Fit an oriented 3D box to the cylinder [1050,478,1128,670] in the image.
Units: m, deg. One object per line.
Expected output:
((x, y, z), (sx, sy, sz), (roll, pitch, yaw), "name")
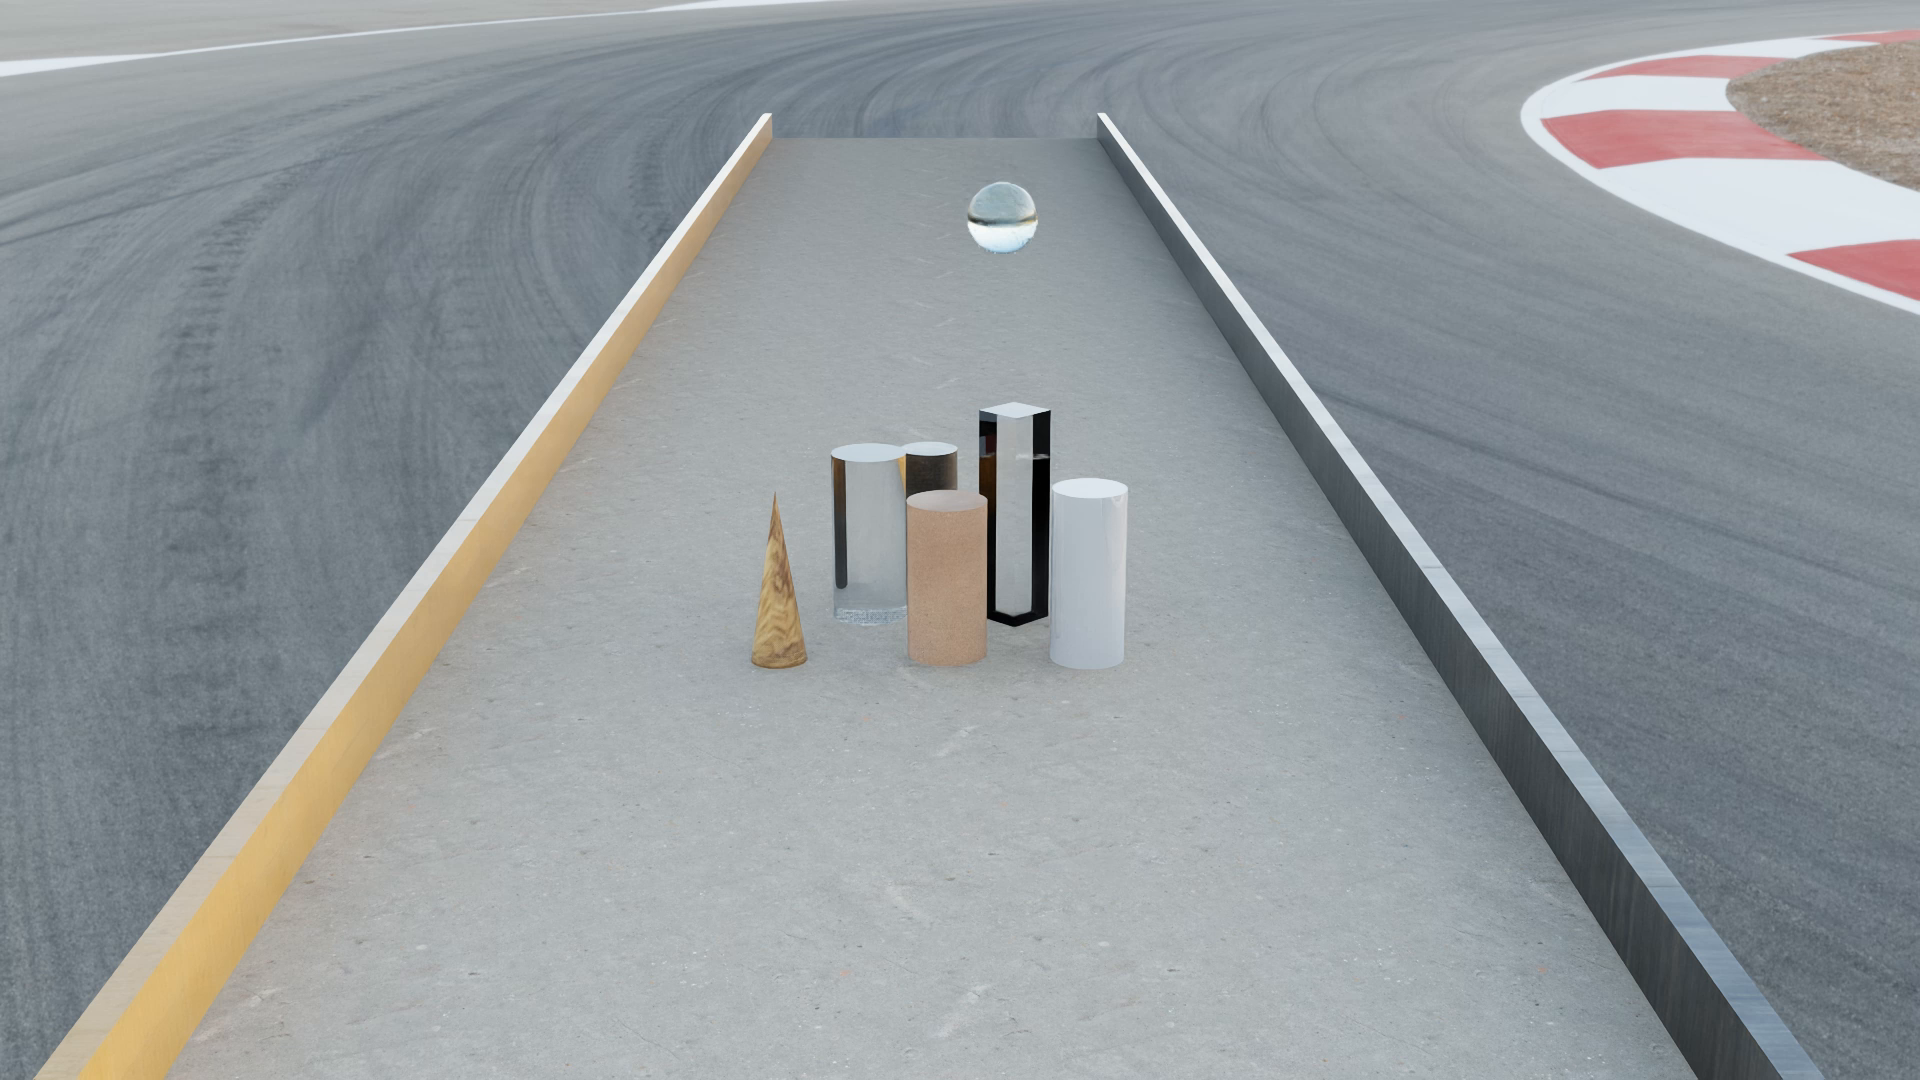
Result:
((0.256, 0.067, 4.384), (0.150, 0.353, 0.150), (0, 17, 0), "cylinder")

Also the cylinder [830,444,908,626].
((-0.191, -0.013, 4.647), (0.158, 0.355, 0.158), (0, 17, 0), "cylinder")

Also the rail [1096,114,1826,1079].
((0.932, -0.844, 7.801), (0.050, 0.150, 12.000), (0, 17, -1), "rail")

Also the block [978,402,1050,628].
((0.114, -0.054, 4.618), (0.105, 0.450, 0.105), (16, 23, 42), "block")

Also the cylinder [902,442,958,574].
((-0.068, -0.053, 4.864), (0.125, 0.308, 0.125), (0, 17, 0), "cylinder")

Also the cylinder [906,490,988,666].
((-0.026, 0.075, 4.413), (0.161, 0.320, 0.161), (0, 17, 0), "cylinder")

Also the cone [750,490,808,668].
((-0.363, 0.071, 4.370), (0.114, 0.353, 0.114), (0, 17, 0), "cone")

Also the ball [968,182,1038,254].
((0.179, -1.359, 9.273), (0.298, 0.298, 0.298), (0, 17, 0), "ball")

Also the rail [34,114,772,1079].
((-1.118, -0.838, 7.780), (0.050, 0.150, 12.000), (0, 17, -1), "rail")
